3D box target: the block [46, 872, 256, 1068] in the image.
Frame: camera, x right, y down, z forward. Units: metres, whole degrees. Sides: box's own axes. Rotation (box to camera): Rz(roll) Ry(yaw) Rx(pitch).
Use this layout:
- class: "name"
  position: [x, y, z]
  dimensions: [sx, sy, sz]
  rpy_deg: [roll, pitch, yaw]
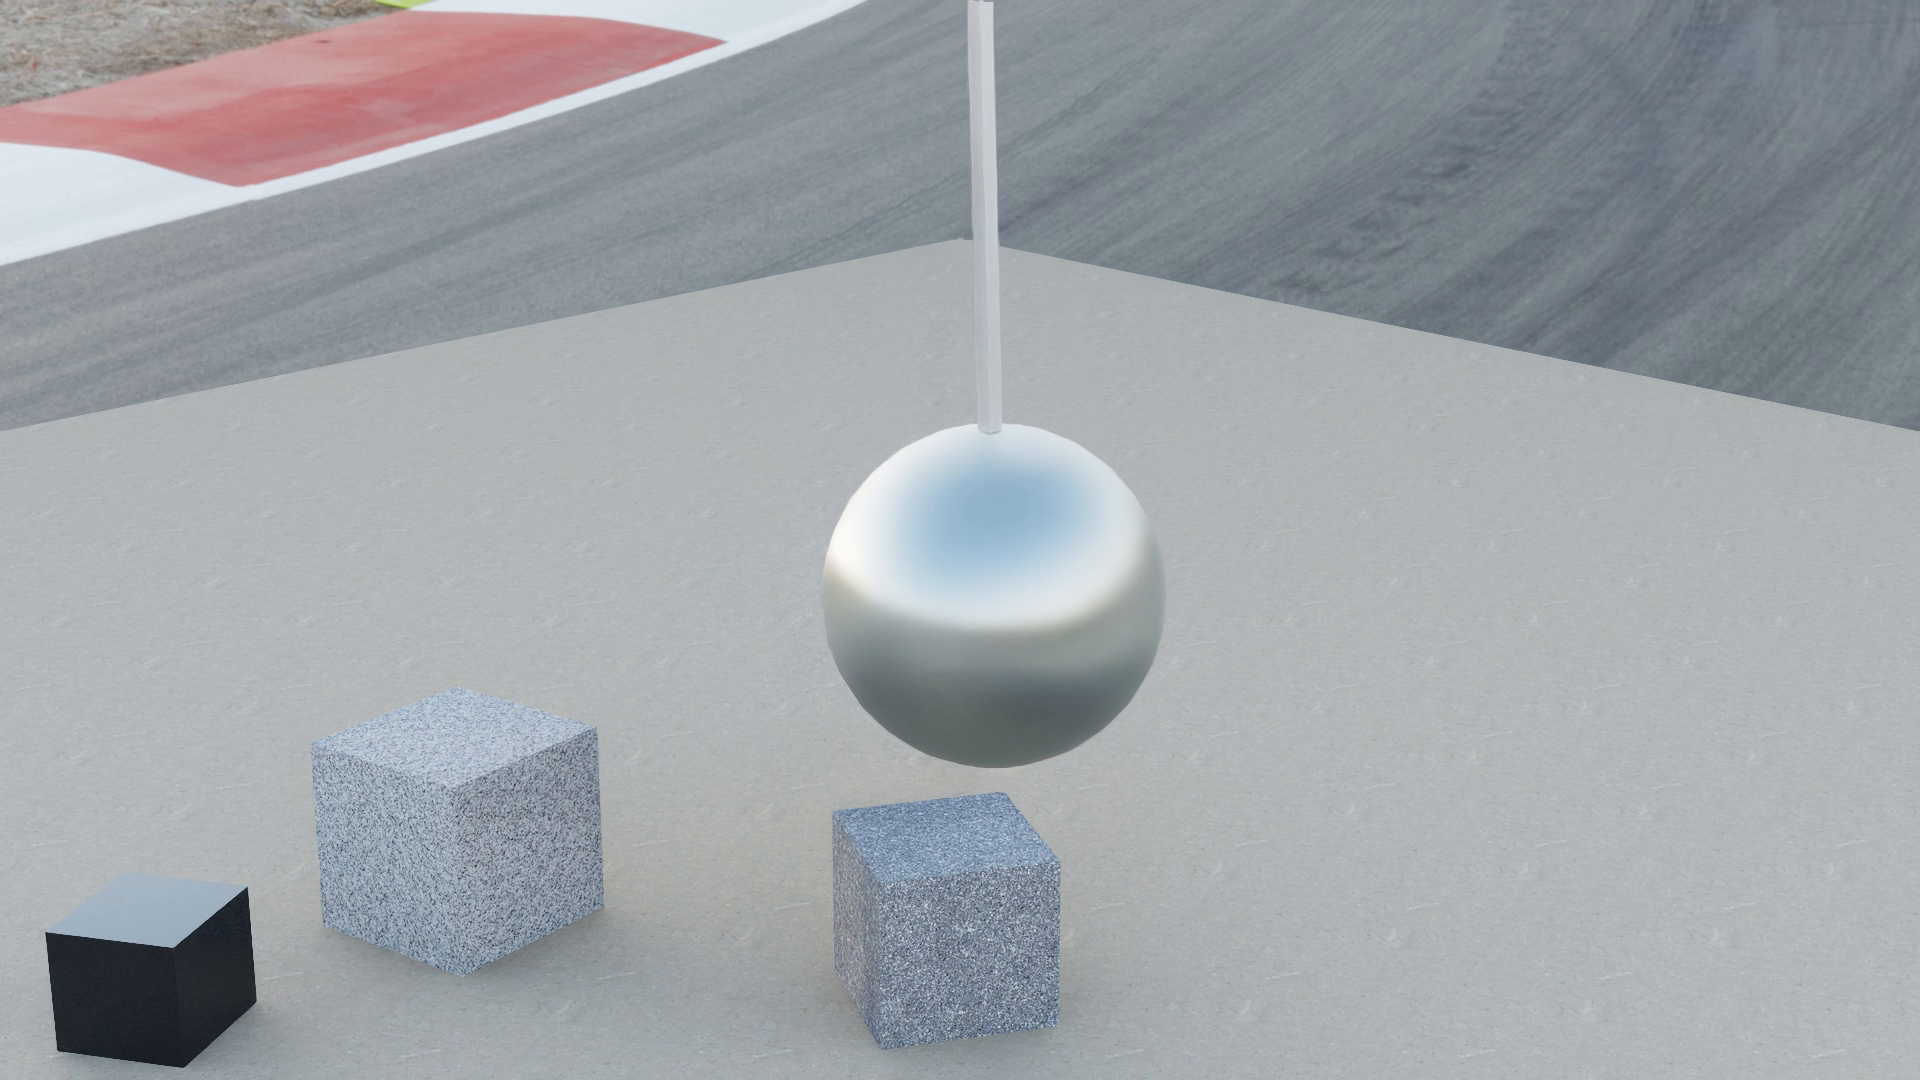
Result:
- class: "block"
  position: [-3.281, 1.741, 11.932]
  dimensions: [0.565, 0.524, 0.608]
  rpy_deg: [5, 18, 14]

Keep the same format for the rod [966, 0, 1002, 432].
- class: "rod"
  position: [0.068, -2.960, 12.483]
  dimensions: [0.080, 5.200, 0.080]
  rpy_deg: [17, 26, 42]

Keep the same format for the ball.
- class: "ball"
  position: [0.158, 0.254, 13.587]
  dimensions: [1.600, 1.600, 1.600]
  rpy_deg: [0, 17, 0]

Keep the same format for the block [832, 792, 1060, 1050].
- class: "block"
  position: [-0.066, 1.563, 12.151]
  dimensions: [0.754, 0.731, 0.768]
  rpy_deg: [-5, 18, -16]

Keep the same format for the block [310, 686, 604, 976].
- class: "block"
  position: [-2.200, 1.260, 12.897]
  dimensions: [0.865, 0.863, 0.878]
  rpy_deg: [12, 21, 34]
